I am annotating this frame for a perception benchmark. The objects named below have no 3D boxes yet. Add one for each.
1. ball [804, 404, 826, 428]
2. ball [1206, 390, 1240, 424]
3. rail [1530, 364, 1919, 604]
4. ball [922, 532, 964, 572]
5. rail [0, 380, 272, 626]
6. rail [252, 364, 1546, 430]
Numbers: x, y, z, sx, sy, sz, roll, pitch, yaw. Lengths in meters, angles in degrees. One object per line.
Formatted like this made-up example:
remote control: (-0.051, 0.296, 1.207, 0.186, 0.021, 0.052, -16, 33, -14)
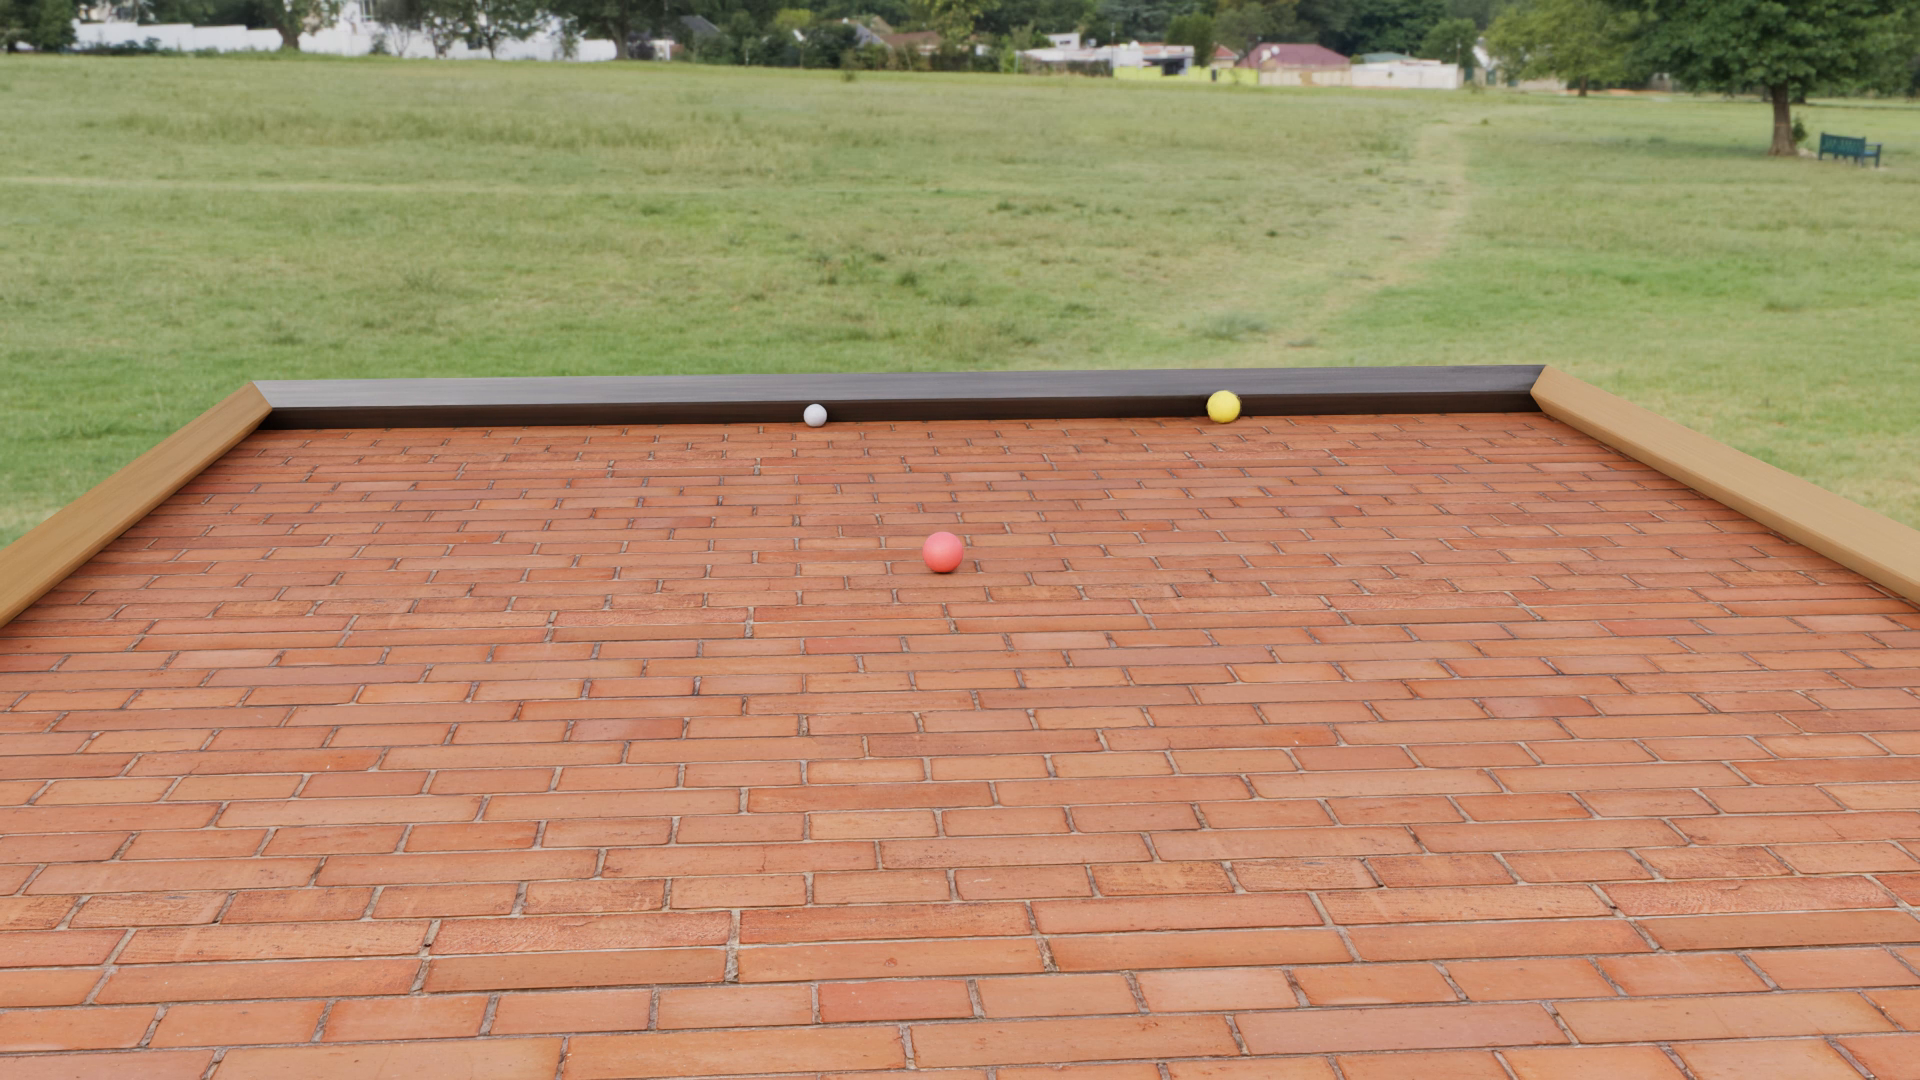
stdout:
ball: (-0.270, -0.232, 4.104, 0.044, 0.044, 0.044, 0, 13, 0)
ball: (0.496, -0.250, 4.143, 0.062, 0.062, 0.062, 0, 13, 0)
rail: (1.287, 0.212, 2.114, 0.045, 0.092, 4.422, -1, 13, -4)
ball: (-0.023, 0.017, 3.021, 0.057, 0.057, 0.057, 0, 13, 0)
rail: (-1.111, 0.256, 1.928, 0.045, 0.092, 4.422, -1, 13, -4)
rail: (-0.086, -0.267, 4.143, 2.453, 0.092, 0.045, -1, 13, -4)
